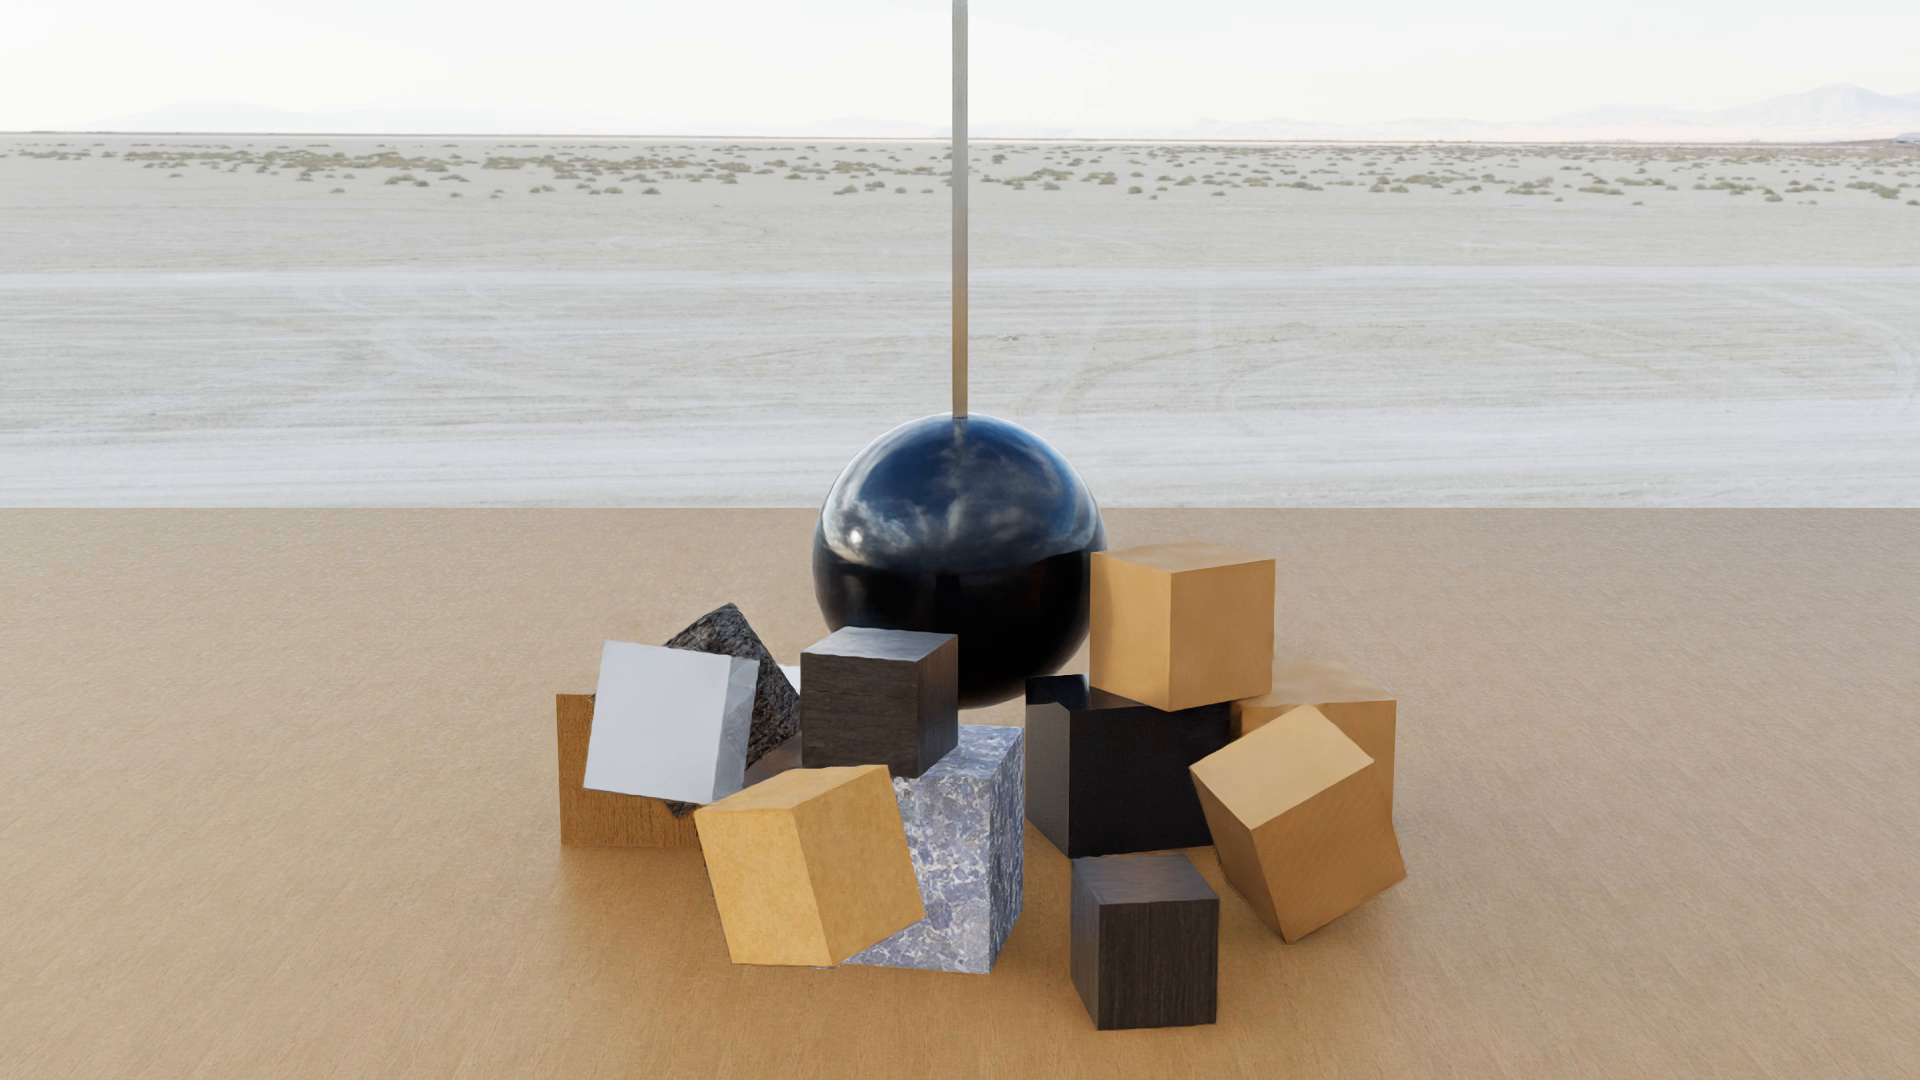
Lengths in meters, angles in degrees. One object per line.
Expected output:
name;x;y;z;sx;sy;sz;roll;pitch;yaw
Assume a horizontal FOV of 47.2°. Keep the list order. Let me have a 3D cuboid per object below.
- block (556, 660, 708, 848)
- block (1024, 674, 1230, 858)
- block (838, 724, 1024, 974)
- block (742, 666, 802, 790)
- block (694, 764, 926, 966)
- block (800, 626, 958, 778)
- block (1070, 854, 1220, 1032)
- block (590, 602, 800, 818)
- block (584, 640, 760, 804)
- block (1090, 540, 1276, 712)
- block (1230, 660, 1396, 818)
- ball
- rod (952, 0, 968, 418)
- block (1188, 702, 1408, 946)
block;-1.609;1.091;11.382;0.768;0.782;0.749;1;10;3
block;0.846;1.126;11.270;0.847;0.752;0.714;-3;11;-16
block;-0.169;1.340;9.779;0.772;0.864;0.844;2;11;11
block;-0.862;1.104;11.303;0.702;0.783;0.639;1;10;6
block;-0.572;1.233;8.370;0.560;0.606;0.514;-9;8;43
block;-0.344;0.693;9.513;0.526;0.504;0.529;3;11;18
block;0.749;1.644;9.042;0.487;0.531;0.570;-2;10;-8
block;-1.222;0.804;10.559;0.681;0.699;0.650;-35;0;6
block;-1.278;0.815;9.833;0.567;0.647;0.639;7;-4;6
block;1.119;0.419;11.125;0.669;0.692;0.644;-7;12;-33
block;1.708;1.102;11.414;0.801;0.747;0.887;-2;10;-10
ball;0.000;0.112;11.826;1.600;1.600;1.600;0;10;0
rod;0.000;-3.154;10.878;0.080;5.200;0.080;0;16;0
block;1.509;1.260;9.827;0.633;0.688;0.570;-27;31;-10
